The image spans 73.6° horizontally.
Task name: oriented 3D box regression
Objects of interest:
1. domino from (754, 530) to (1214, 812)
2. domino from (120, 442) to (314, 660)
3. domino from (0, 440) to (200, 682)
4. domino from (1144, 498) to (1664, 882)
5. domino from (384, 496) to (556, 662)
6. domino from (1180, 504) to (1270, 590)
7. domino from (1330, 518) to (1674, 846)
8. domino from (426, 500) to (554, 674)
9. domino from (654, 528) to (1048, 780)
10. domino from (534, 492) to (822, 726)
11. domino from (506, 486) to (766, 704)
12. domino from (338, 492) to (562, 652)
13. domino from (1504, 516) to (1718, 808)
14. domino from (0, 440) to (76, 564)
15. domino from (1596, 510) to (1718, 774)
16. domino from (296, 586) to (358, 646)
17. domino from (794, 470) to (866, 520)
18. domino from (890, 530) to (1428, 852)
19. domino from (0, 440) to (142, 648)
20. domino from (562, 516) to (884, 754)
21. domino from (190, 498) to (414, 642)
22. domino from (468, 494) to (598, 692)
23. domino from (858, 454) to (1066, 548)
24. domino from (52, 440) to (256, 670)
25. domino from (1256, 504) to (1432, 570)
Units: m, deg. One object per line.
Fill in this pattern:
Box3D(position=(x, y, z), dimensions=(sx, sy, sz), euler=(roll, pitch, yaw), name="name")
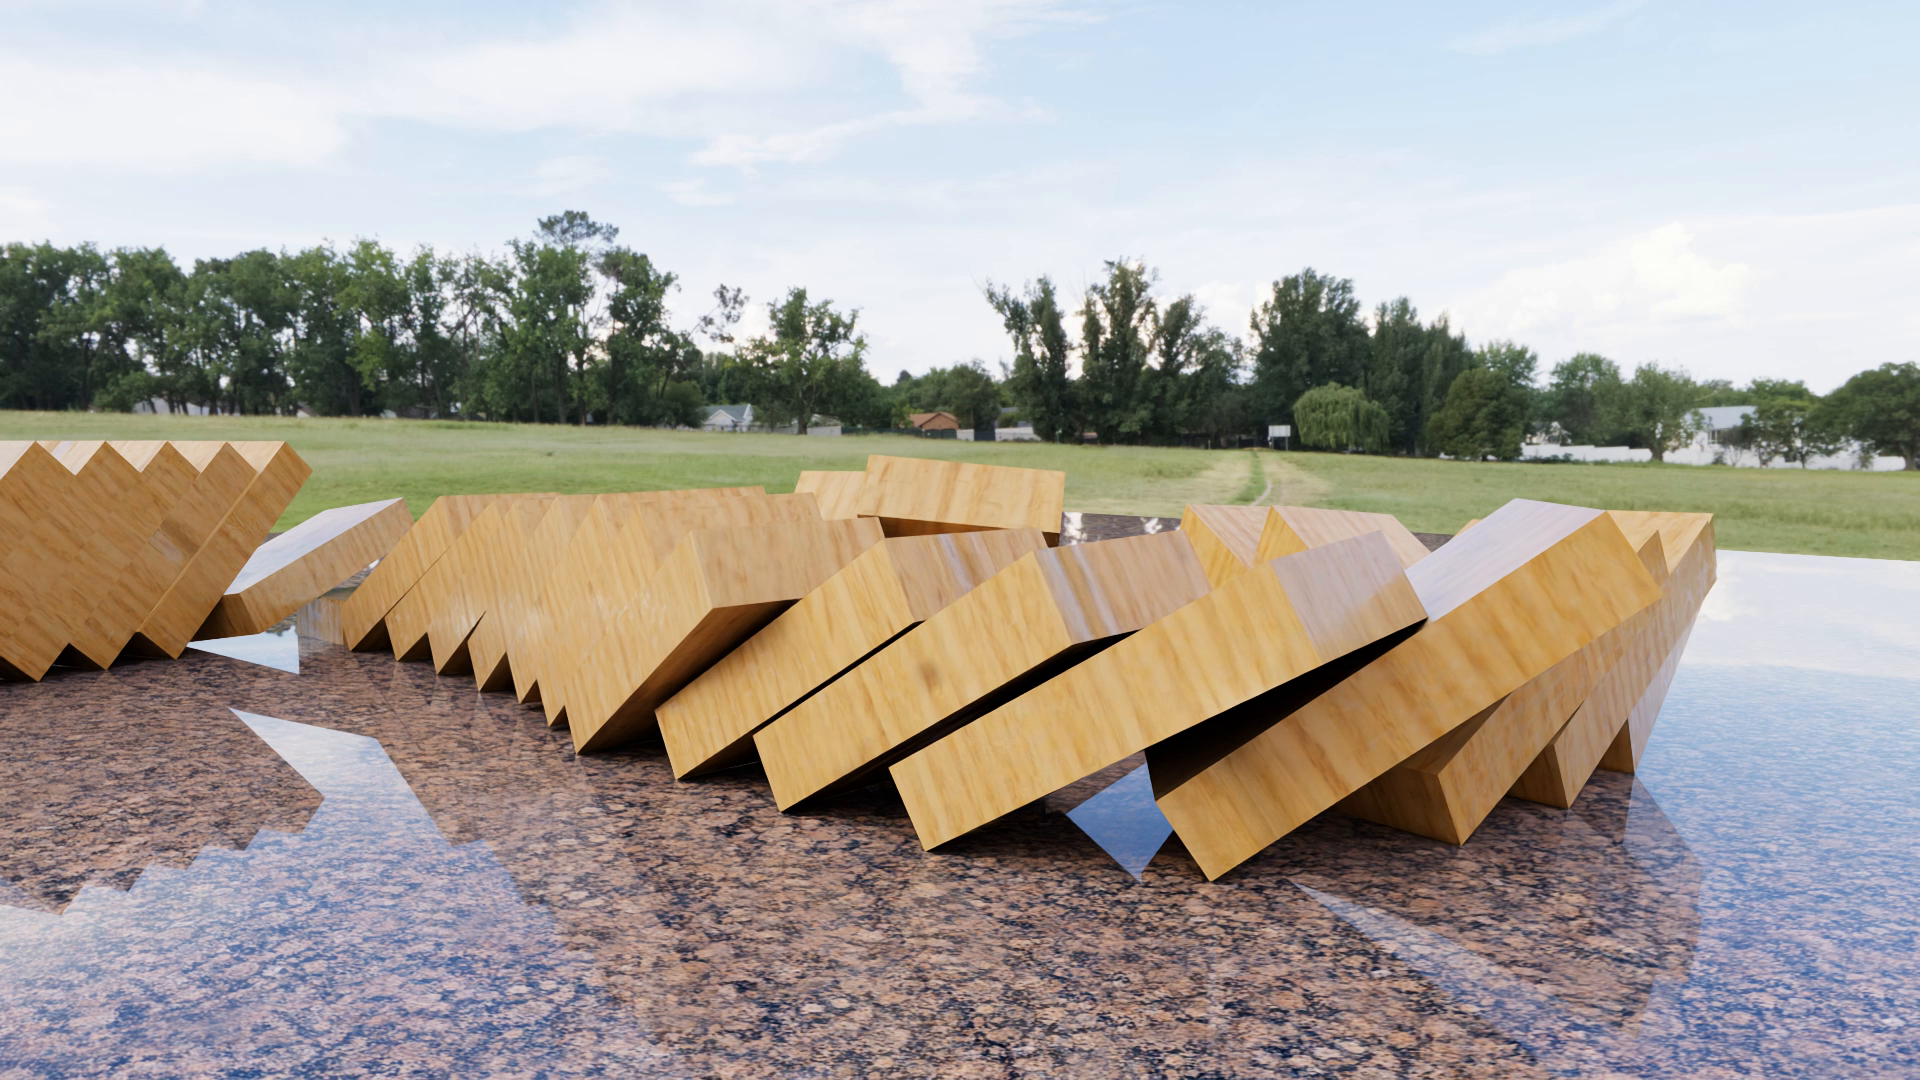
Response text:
Box3D(position=(0.002, 0.015, 0.142), dimensions=(0.025, 0.009, 0.050), euler=(-7, -21, -46), name="domino")
Box3D(position=(-0.161, 0.001, 0.268), dimensions=(0.025, 0.050, 0.009), euler=(2, -38, 21), name="domino")
Box3D(position=(-0.172, 0.003, 0.245), dimensions=(0.025, 0.050, 0.009), euler=(1, -39, 20), name="domino")
Box3D(position=(0.043, 0.014, 0.134), dimensions=(0.050, 0.009, 0.025), euler=(-35, 1, 7), name="domino")
Box3D(position=(-0.087, 0.008, 0.246), dimensions=(0.025, 0.010, 0.050), euler=(-5, -23, -49), name="domino")
Box3D(position=(0.062, 0.009, 0.237), dimensions=(0.025, 0.009, 0.050), euler=(1, 29, -20), name="domino")
Box3D(position=(0.062, 0.015, 0.156), dimensions=(0.050, 0.009, 0.025), euler=(-36, 23, -28), name="domino")
Box3D(position=(-0.074, 0.009, 0.229), dimensions=(0.025, 0.009, 0.050), euler=(-4, -25, -41), name="domino")
Box3D(position=(-0.013, 0.014, 0.157), dimensions=(0.025, 0.009, 0.050), euler=(-4, -23, -46), name="domino")
Box3D(position=(-0.041, 0.011, 0.183), dimensions=(0.025, 0.009, 0.050), euler=(-5, -26, -37), name="domino")
Box3D(position=(-0.050, 0.009, 0.197), dimensions=(0.025, 0.010, 0.050), euler=(-5, -26, -37), name="domino")
Box3D(position=(-0.102, 0.007, 0.259), dimensions=(0.050, 0.010, 0.025), euler=(-34, -19, 37), name="domino")
Box3D(position=(0.078, 0.014, 0.171), dimensions=(0.050, 0.010, 0.025), euler=(-38, 27, -32), name="domino")
Box3D(position=(-0.180, 0.005, 0.220), dimensions=(0.025, 0.050, 0.009), euler=(2, -38, 20), name="domino")
Box3D(position=(0.091, 0.012, 0.187), dimensions=(0.025, 0.009, 0.050), euler=(4, 34, 41), name="domino")
Box3D(position=(-0.123, 0.016, 0.298), dimensions=(0.025, 0.009, 0.050), euler=(4, 6, 42), name="domino")
Box3D(position=(-0.006, 0.008, 0.201), dimensions=(0.025, 0.009, 0.050), euler=(2, -34, 20), name="domino")
Box3D(position=(0.019, 0.016, 0.130), dimensions=(0.050, 0.010, 0.025), euler=(-34, -15, 37), name="domino")
Box3D(position=(-0.176, 0.004, 0.232), dimensions=(0.025, 0.050, 0.009), euler=(2, -38, 20), name="domino")
Box3D(position=(-0.031, 0.013, 0.167), dimensions=(0.025, 0.009, 0.050), euler=(-5, -23, -37), name="domino")
Box3D(position=(-0.149, 0.006, 0.288), dimensions=(0.025, 0.010, 0.050), euler=(-7, 22, 22), name="domino")
Box3D(position=(-0.061, 0.009, 0.213), dimensions=(0.025, 0.009, 0.050), euler=(-4, -27, -39), name="domino")
Box3D(position=(0.000, 0.008, 0.180), dimensions=(0.025, 0.010, 0.050), euler=(5, -35, 4), name="domino")
Box3D(position=(-0.167, 0.002, 0.257), dimensions=(0.025, 0.050, 0.010), euler=(2, -38, 22), name="domino")
Box3D(position=(0.073, 0.011, 0.218), dimensions=(0.025, 0.010, 0.050), euler=(4, 28, -14), name="domino")
